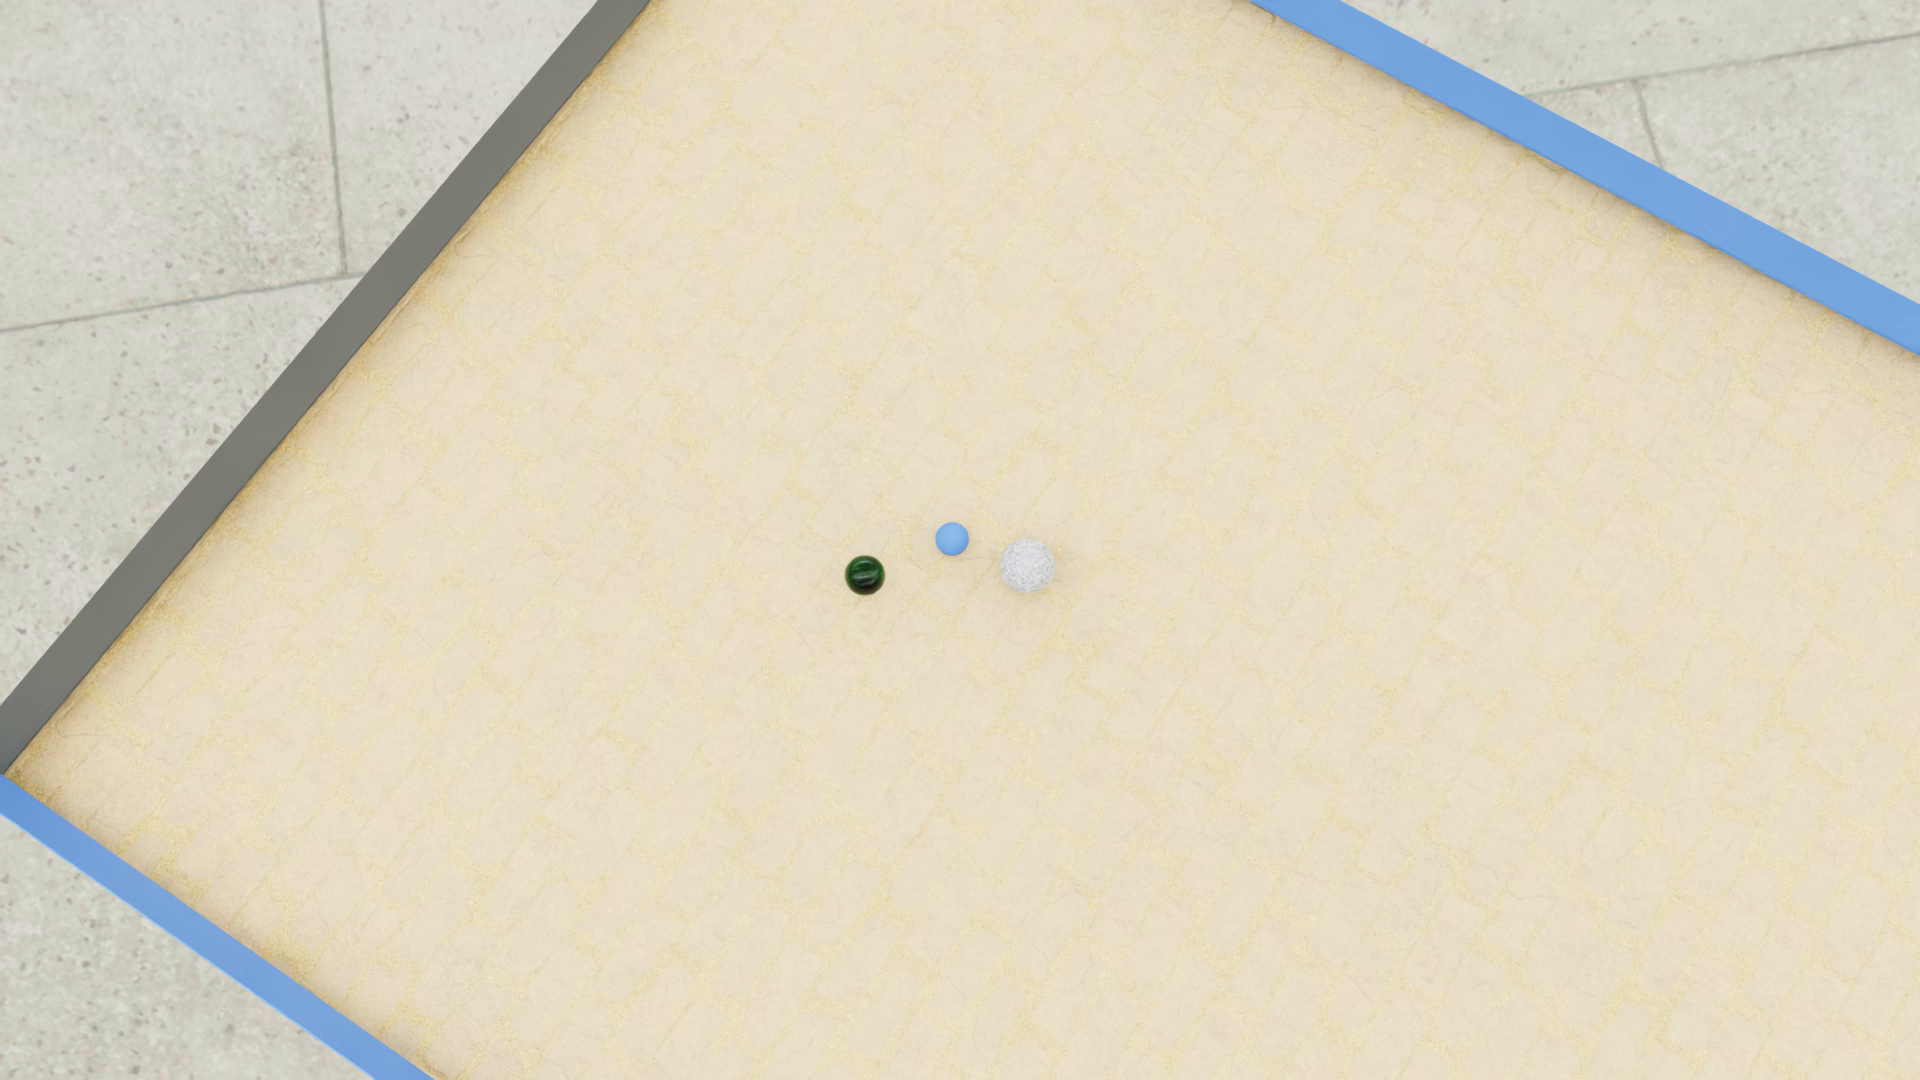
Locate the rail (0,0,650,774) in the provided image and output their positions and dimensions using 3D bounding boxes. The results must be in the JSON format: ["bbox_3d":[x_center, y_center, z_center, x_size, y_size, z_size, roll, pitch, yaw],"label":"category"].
[{"bbox_3d":[-0.854,-0.526,3.660,0.045,0.115,2.320,31,72,12],"label":"rail"}]

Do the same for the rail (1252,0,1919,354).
[{"bbox_3d":[1.494,-0.365,3.597,4.173,0.115,0.045,31,72,12],"label":"rail"}]

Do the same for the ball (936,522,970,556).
[{"bbox_3d":[-0.012,-0.002,3.487,0.054,0.054,0.054,0,68,0],"label":"ball"}]

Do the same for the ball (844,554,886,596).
[{"bbox_3d":[-0.149,0.056,3.458,0.065,0.065,0.065,0,68,0],"label":"ball"}]

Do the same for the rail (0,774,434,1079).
[{"bbox_3d":[0.254,1.406,2.897,4.173,0.115,0.045,31,72,12],"label":"rail"}]

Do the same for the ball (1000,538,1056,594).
[{"bbox_3d":[0.106,0.041,3.452,0.088,0.088,0.088,0,68,0],"label":"ball"}]
